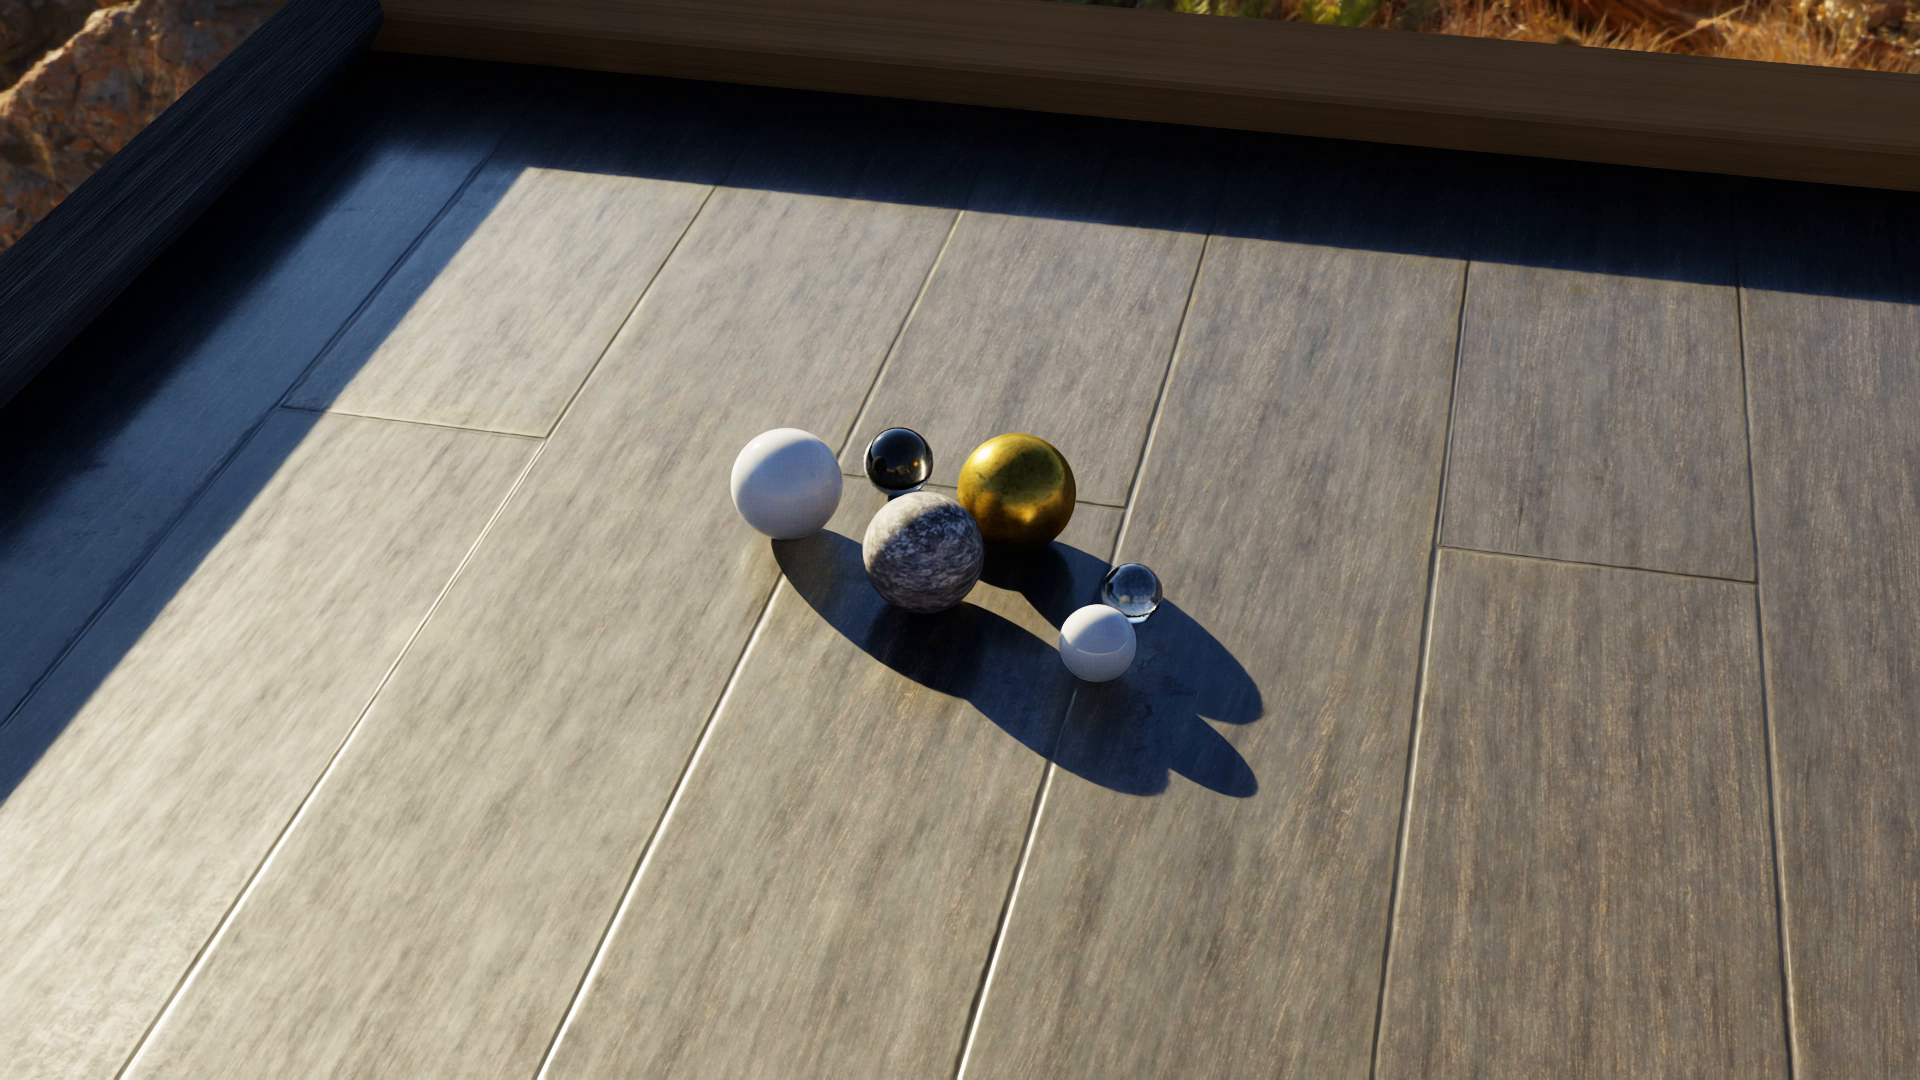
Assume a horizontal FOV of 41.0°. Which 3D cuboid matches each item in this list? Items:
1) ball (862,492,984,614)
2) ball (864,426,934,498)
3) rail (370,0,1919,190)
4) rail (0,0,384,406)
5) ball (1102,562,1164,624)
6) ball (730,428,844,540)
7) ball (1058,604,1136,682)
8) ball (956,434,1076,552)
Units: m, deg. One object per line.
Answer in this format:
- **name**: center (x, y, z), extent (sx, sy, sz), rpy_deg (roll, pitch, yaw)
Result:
- **ball**: center (-0.028, 0.010, 1.961), extent (0.094, 0.094, 0.094), rpy_deg (0, 34, 0)
- **ball**: center (-0.050, -0.064, 2.102), extent (0.058, 0.058, 0.058), rpy_deg (0, 34, 0)
- **rail**: center (1.033, -0.381, 2.512), extent (3.483, 0.123, 0.045), rpy_deg (7, 35, 10)
- **rail**: center (-0.827, -0.123, 2.130), extent (0.045, 0.123, 1.747), rpy_deg (7, 35, 10)
- **ball**: center (0.131, 0.040, 1.957), extent (0.047, 0.047, 0.047), rpy_deg (0, 34, 0)
- **ball**: center (-0.138, -0.044, 2.045), extent (0.090, 0.090, 0.090), rpy_deg (0, 34, 0)
- **ball**: center (0.102, 0.076, 1.894), extent (0.058, 0.058, 0.058), rpy_deg (0, 34, 0)
- **ball**: center (0.045, -0.037, 2.030), extent (0.094, 0.094, 0.094), rpy_deg (0, 34, 0)
